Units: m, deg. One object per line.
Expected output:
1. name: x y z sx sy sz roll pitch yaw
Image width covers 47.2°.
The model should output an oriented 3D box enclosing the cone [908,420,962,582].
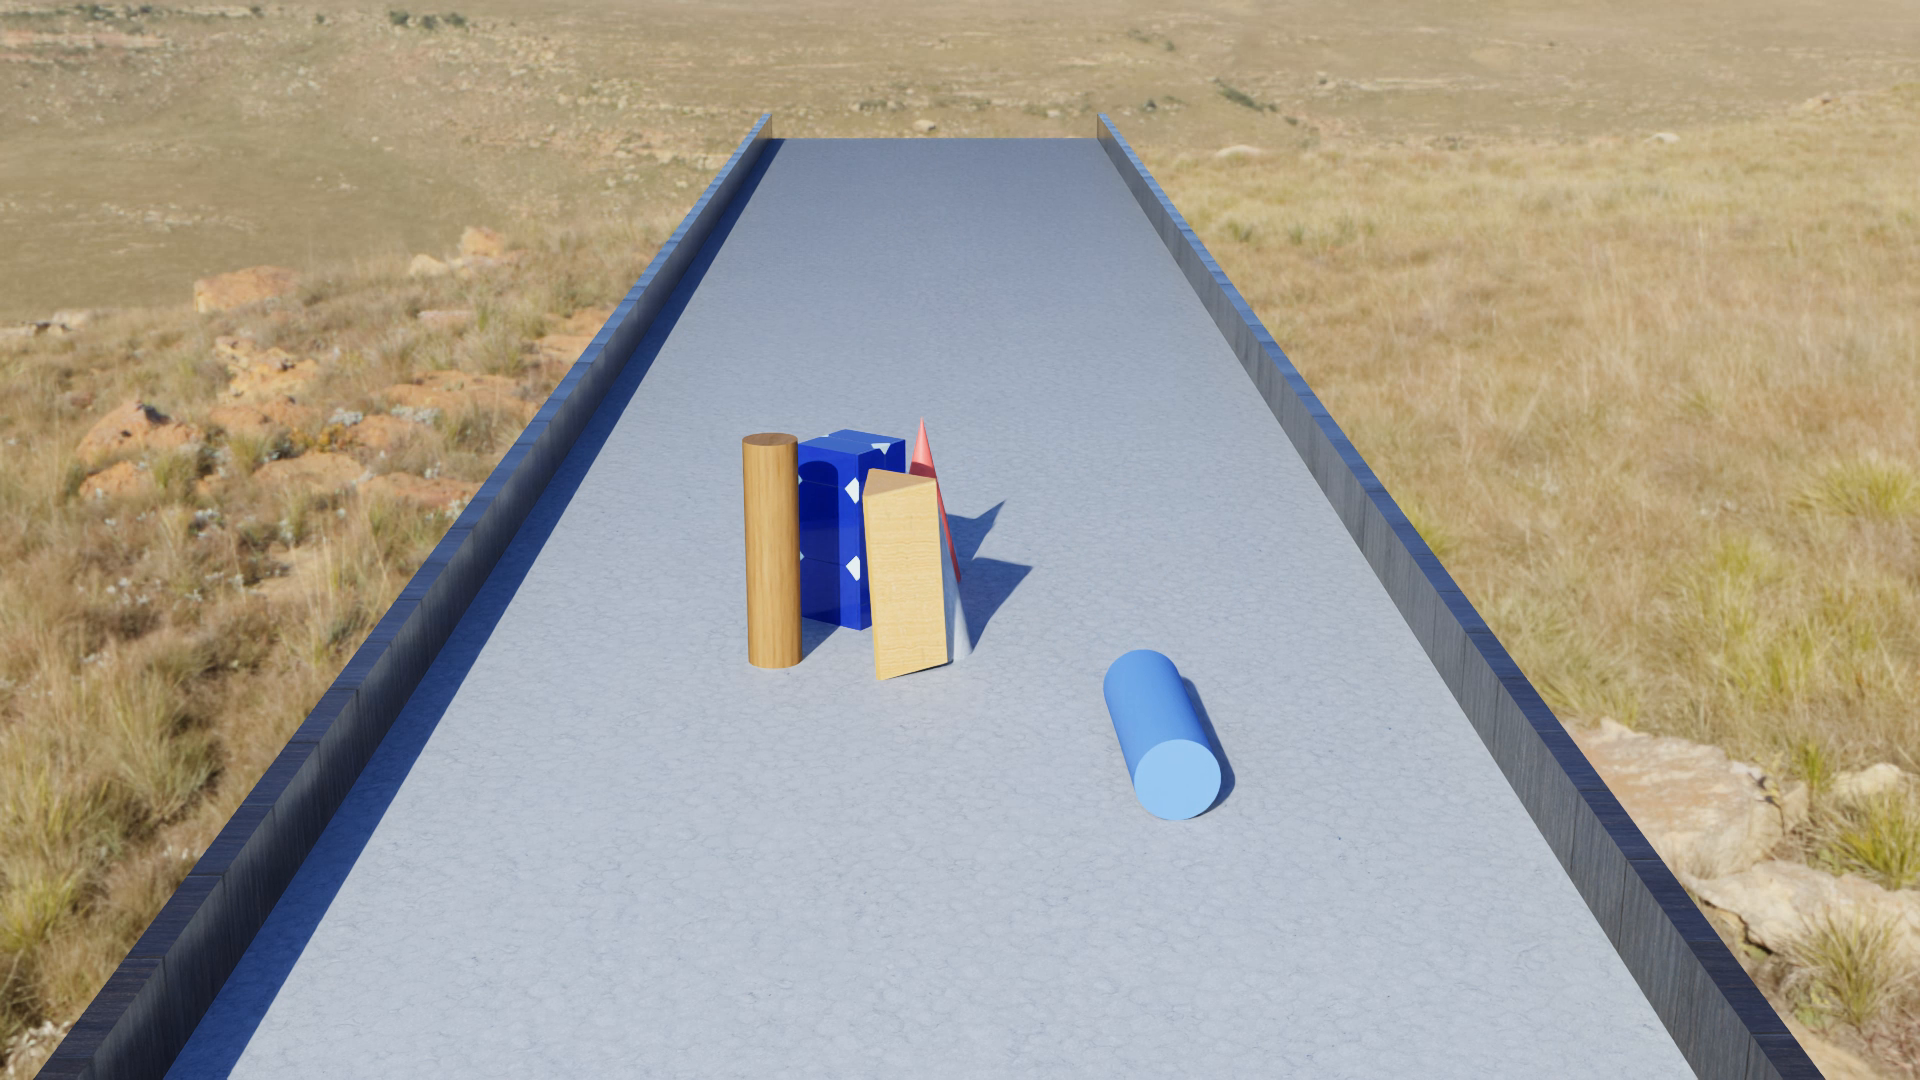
1. cone: -0.083 -0.093 4.886 0.173 0.373 0.173 0 17 0

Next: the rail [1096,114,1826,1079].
1. rail: 0.932 -0.844 7.801 0.050 0.150 12.000 0 17 -1

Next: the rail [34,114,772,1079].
1. rail: -1.118 -0.838 7.780 0.050 0.150 12.000 0 17 -1

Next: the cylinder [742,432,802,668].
1. cylinder: -0.371 0.022 4.353 0.108 0.456 0.108 0 17 0

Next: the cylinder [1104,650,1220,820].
1. cylinder: 0.348 0.334 3.852 0.145 0.145 0.446 -1 17 -3

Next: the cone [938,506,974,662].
1. cone: -0.046 0.069 4.426 0.146 0.323 0.146 0 17 0

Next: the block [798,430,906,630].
1. block: -0.226 -0.024 4.642 0.161 0.379 0.161 11 20 34

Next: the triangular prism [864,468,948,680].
1. triangular prism: -0.133 0.059 4.321 0.153 0.385 0.133 -14 24 -24
